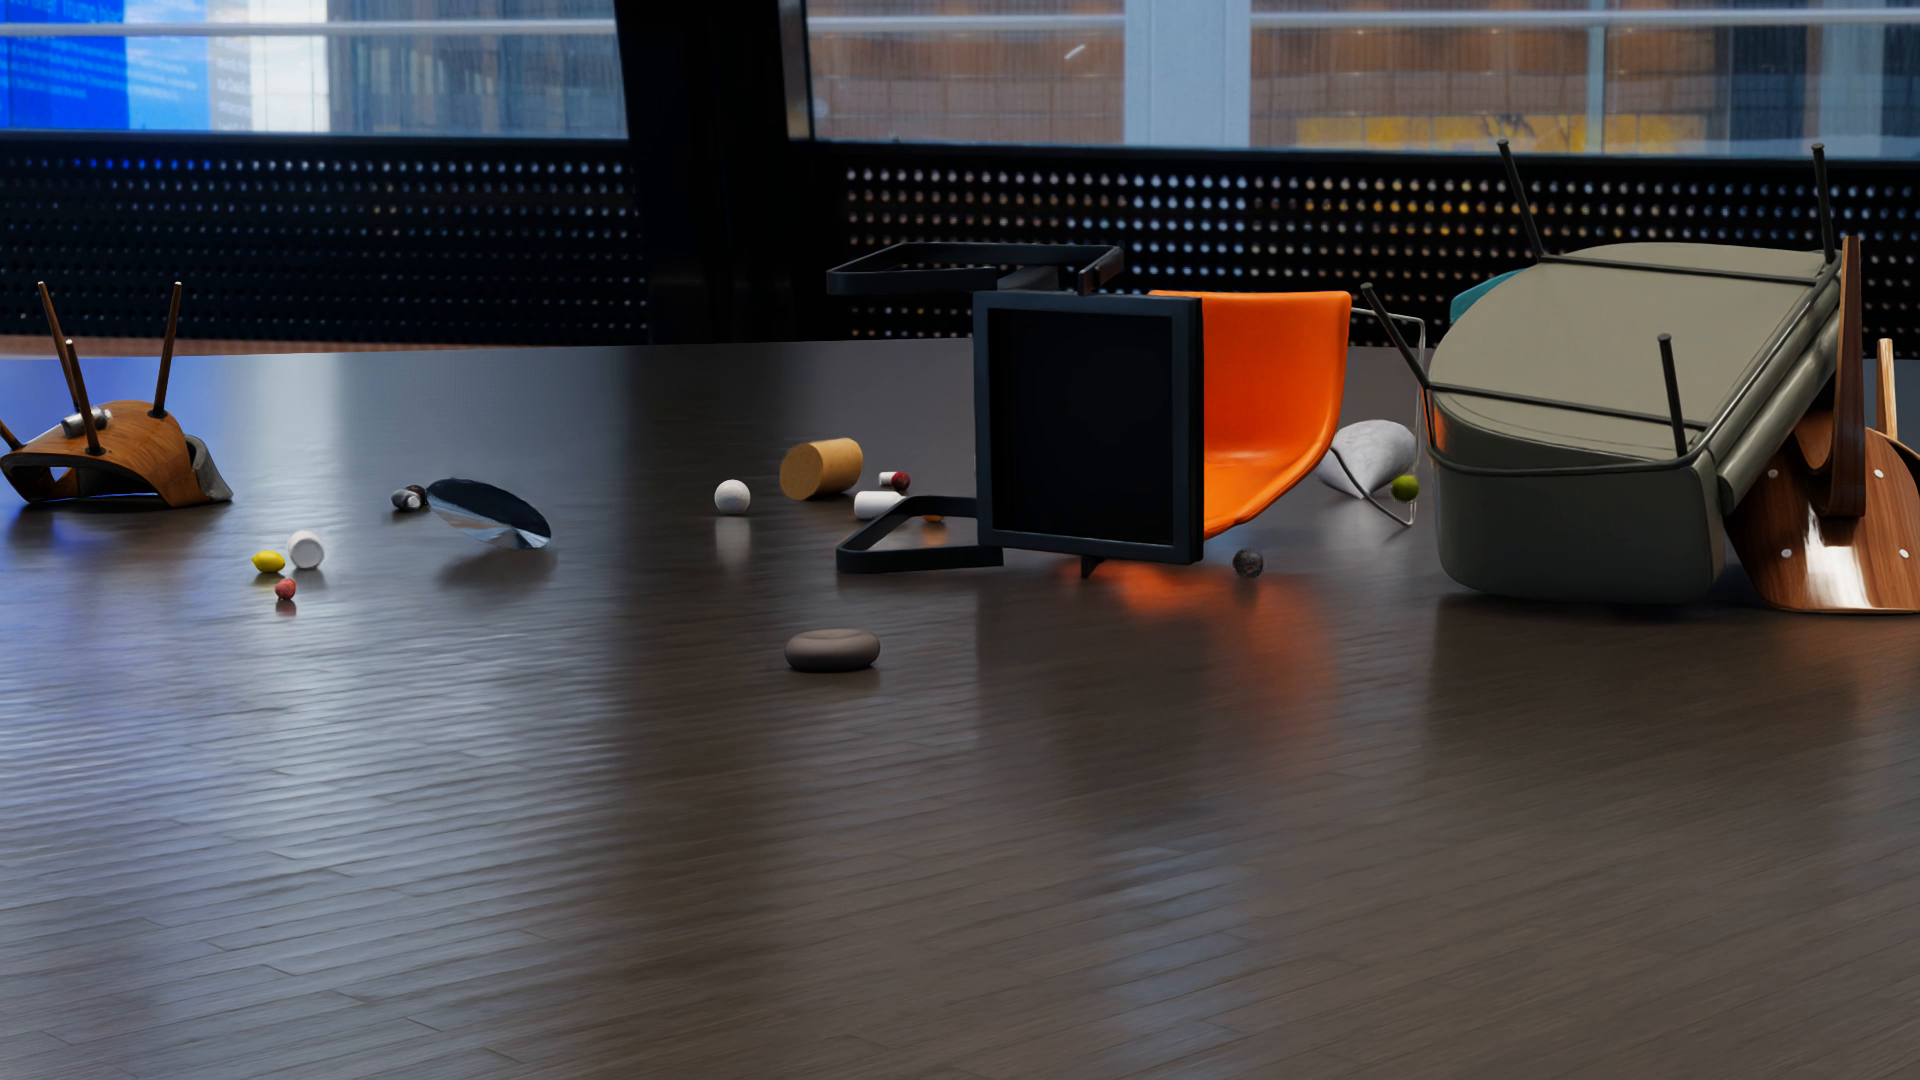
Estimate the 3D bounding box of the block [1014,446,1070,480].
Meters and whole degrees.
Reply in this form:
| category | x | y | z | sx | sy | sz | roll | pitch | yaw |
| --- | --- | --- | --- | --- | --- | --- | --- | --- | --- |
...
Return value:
| category | x | y | z | sx | sy | sz | roll | pitch | yaw |
| --- | --- | --- | --- | --- | --- | --- | --- | --- | --- |
| block | 0.270 | -0.249 | 8.364 | 0.143 | 0.096 | 0.181 | 2 | 6 | 16 |

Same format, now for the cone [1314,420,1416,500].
| category | x | y | z | sx | sy | sz | roll | pitch | yaw |
| --- | --- | --- | --- | --- | --- | --- | --- | --- | --- |
| cone | 1.202 | -0.185 | 7.651 | 0.331 | 0.244 | 0.212 | -29 | 27 | 31 |

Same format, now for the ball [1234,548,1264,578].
| category | x | y | z | sx | sy | sz | roll | pitch | yaw |
| --- | --- | --- | --- | --- | --- | --- | --- | --- | --- |
| ball | 0.629 | 0.051 | 5.592 | 0.067 | 0.067 | 0.067 | 0 | 6 | 0 |

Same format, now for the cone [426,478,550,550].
| category | x | y | z | sx | sy | sz | roll | pitch | yaw |
| --- | --- | --- | --- | --- | --- | --- | --- | --- | --- |
| cone | -1.125 | -0.039 | 6.384 | 0.333 | 0.134 | 0.347 | 21 | -5 | 9 |

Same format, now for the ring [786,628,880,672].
| category | x | y | z | sx | sy | sz | roll | pitch | yaw |
| --- | --- | --- | --- | --- | --- | --- | --- | --- | --- |
| ring | -0.216 | 0.186 | 4.345 | 0.155 | 0.055 | 0.184 | 1 | 7 | 26 |

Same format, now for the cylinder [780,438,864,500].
| category | x | y | z | sx | sy | sz | roll | pitch | yaw |
| --- | --- | --- | --- | --- | --- | --- | --- | --- | --- |
| cylinder | -0.411 | -0.212 | 7.657 | 0.133 | 0.173 | 0.290 | 26 | 14 | 17 |

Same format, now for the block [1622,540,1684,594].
| category | x | y | z | sx | sy | sz | roll | pitch | yaw |
| --- | --- | --- | --- | --- | --- | --- | --- | --- | --- |
| block | 1.462 | 0.056 | 5.413 | 0.068 | 0.094 | 0.148 | -1 | 6 | -9 |

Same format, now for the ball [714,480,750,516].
| category | x | y | z | sx | sy | sz | roll | pitch | yaw |
| --- | --- | --- | --- | --- | --- | --- | --- | --- | --- |
| ball | -0.627 | -0.117 | 7.070 | 0.099 | 0.099 | 0.099 | 0 | 6 | 0 |
